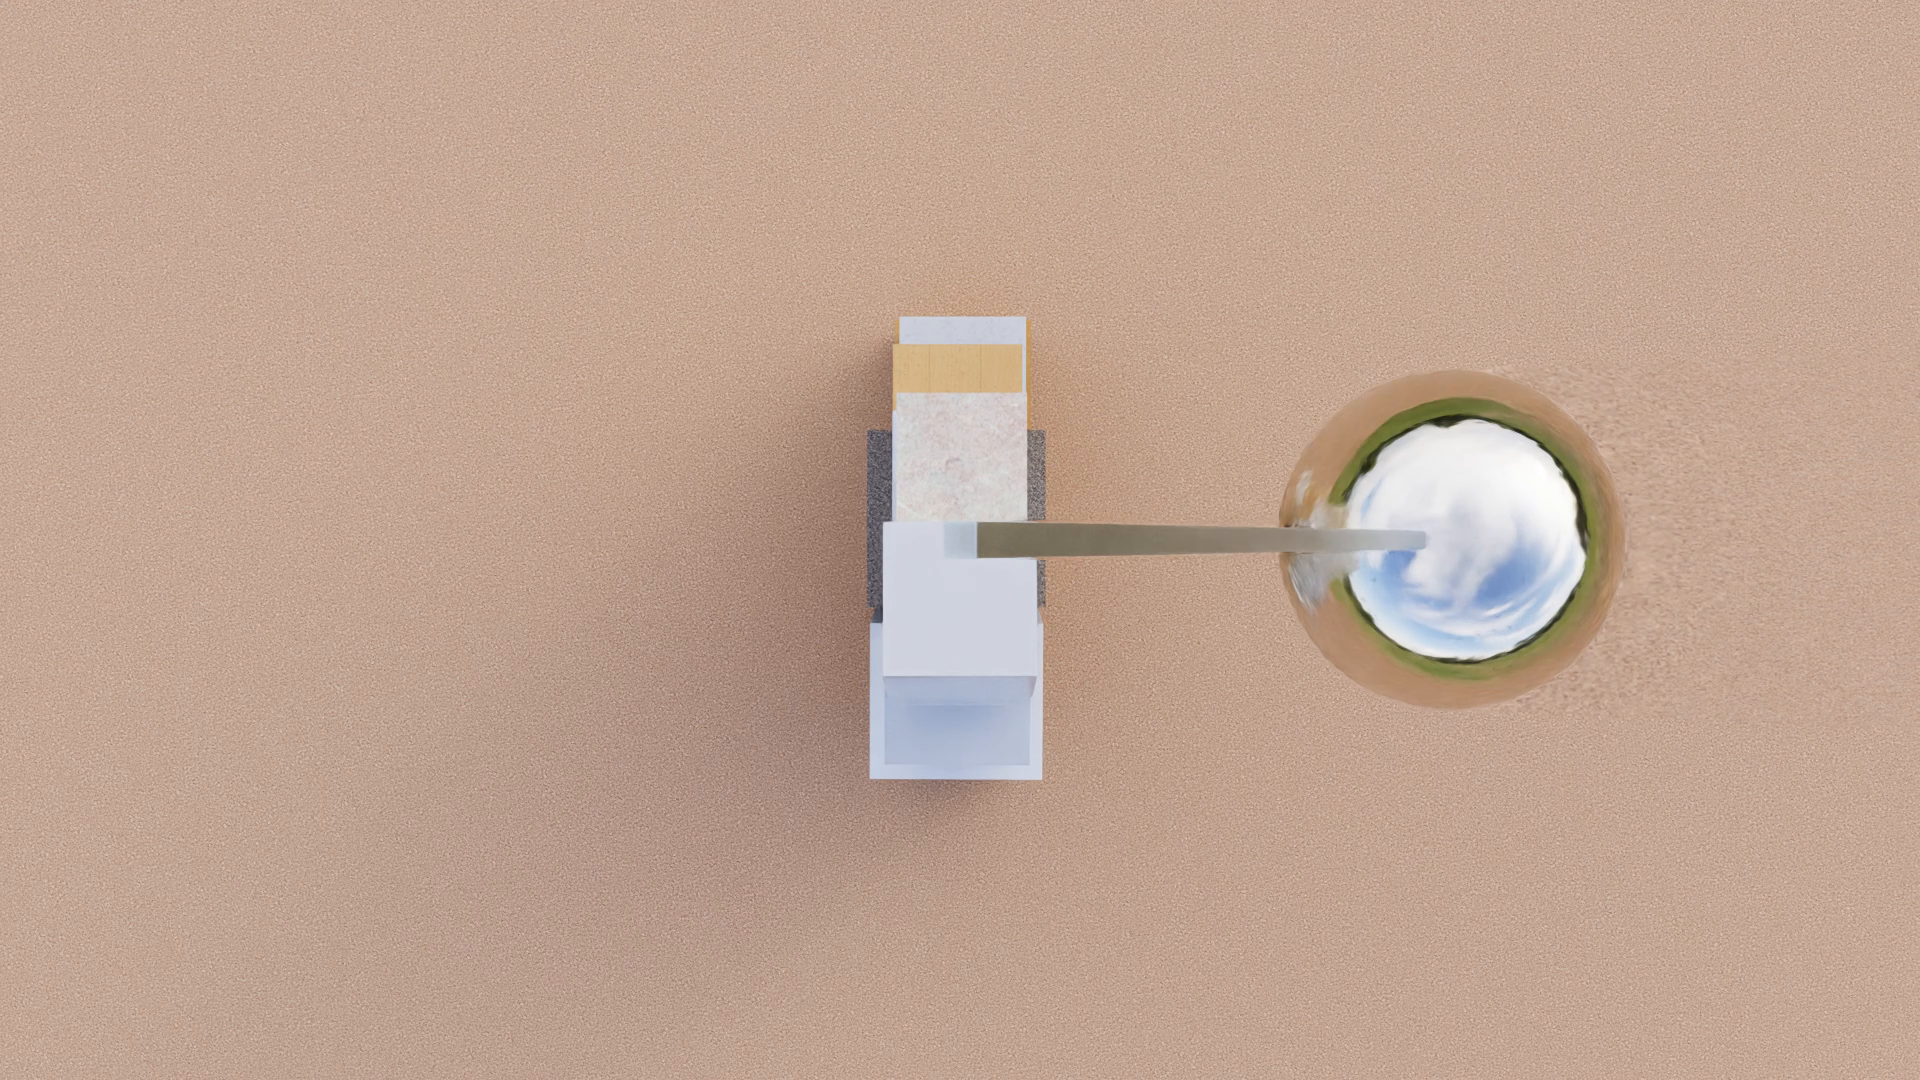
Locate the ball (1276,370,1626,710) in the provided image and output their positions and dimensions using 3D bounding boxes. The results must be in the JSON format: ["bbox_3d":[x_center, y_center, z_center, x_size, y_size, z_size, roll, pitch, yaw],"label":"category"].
[{"bbox_3d":[2.295,0.000,10.331,1.600,1.600,1.600,0,90,0],"label":"ball"}]

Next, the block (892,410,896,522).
[{"bbox_3d":[-0.008,-0.290,10.377,0.605,0.565,0.604,0,90,0],"label":"block"}]

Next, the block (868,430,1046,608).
[{"bbox_3d":[-0.019,-0.110,11.759,0.917,0.942,0.910,0,90,0],"label":"block"}]

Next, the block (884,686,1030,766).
[{"bbox_3d":[-0.011,0.704,11.006,0.708,0.699,0.655,0,102,0],"label":"block"}]

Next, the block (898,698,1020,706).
[{"bbox_3d":[-0.003,0.452,10.288,0.572,0.603,0.568,0,78,0],"label":"block"}]

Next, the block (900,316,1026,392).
[{"bbox_3d":[0.015,-0.873,11.887,0.663,0.717,0.596,0,90,0],"label":"block"}]

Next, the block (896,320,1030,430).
[{"bbox_3d":[0.017,-0.830,12.622,0.756,0.755,0.792,0,90,0],"label":"block"}]

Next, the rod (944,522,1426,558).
[{"bbox_3d":[0.994,0.000,7.190,0.080,5.200,0.080,0,90,22],"label":"rod"}]

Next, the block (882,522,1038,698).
[{"bbox_3d":[0.000,0.316,9.665,0.653,0.673,0.666,0,78,0],"label":"block"}]

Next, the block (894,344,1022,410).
[{"bbox_3d":[-0.011,-0.645,10.974,0.627,0.627,0.609,0,90,0],"label":"block"}]

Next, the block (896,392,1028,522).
[{"bbox_3d":[0.008,-0.343,9.826,0.566,0.539,0.593,0,90,0],"label":"block"}]

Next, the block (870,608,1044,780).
[{"bbox_3d":[-0.019,0.806,11.832,0.896,0.849,0.816,0,94,0],"label":"block"}]
